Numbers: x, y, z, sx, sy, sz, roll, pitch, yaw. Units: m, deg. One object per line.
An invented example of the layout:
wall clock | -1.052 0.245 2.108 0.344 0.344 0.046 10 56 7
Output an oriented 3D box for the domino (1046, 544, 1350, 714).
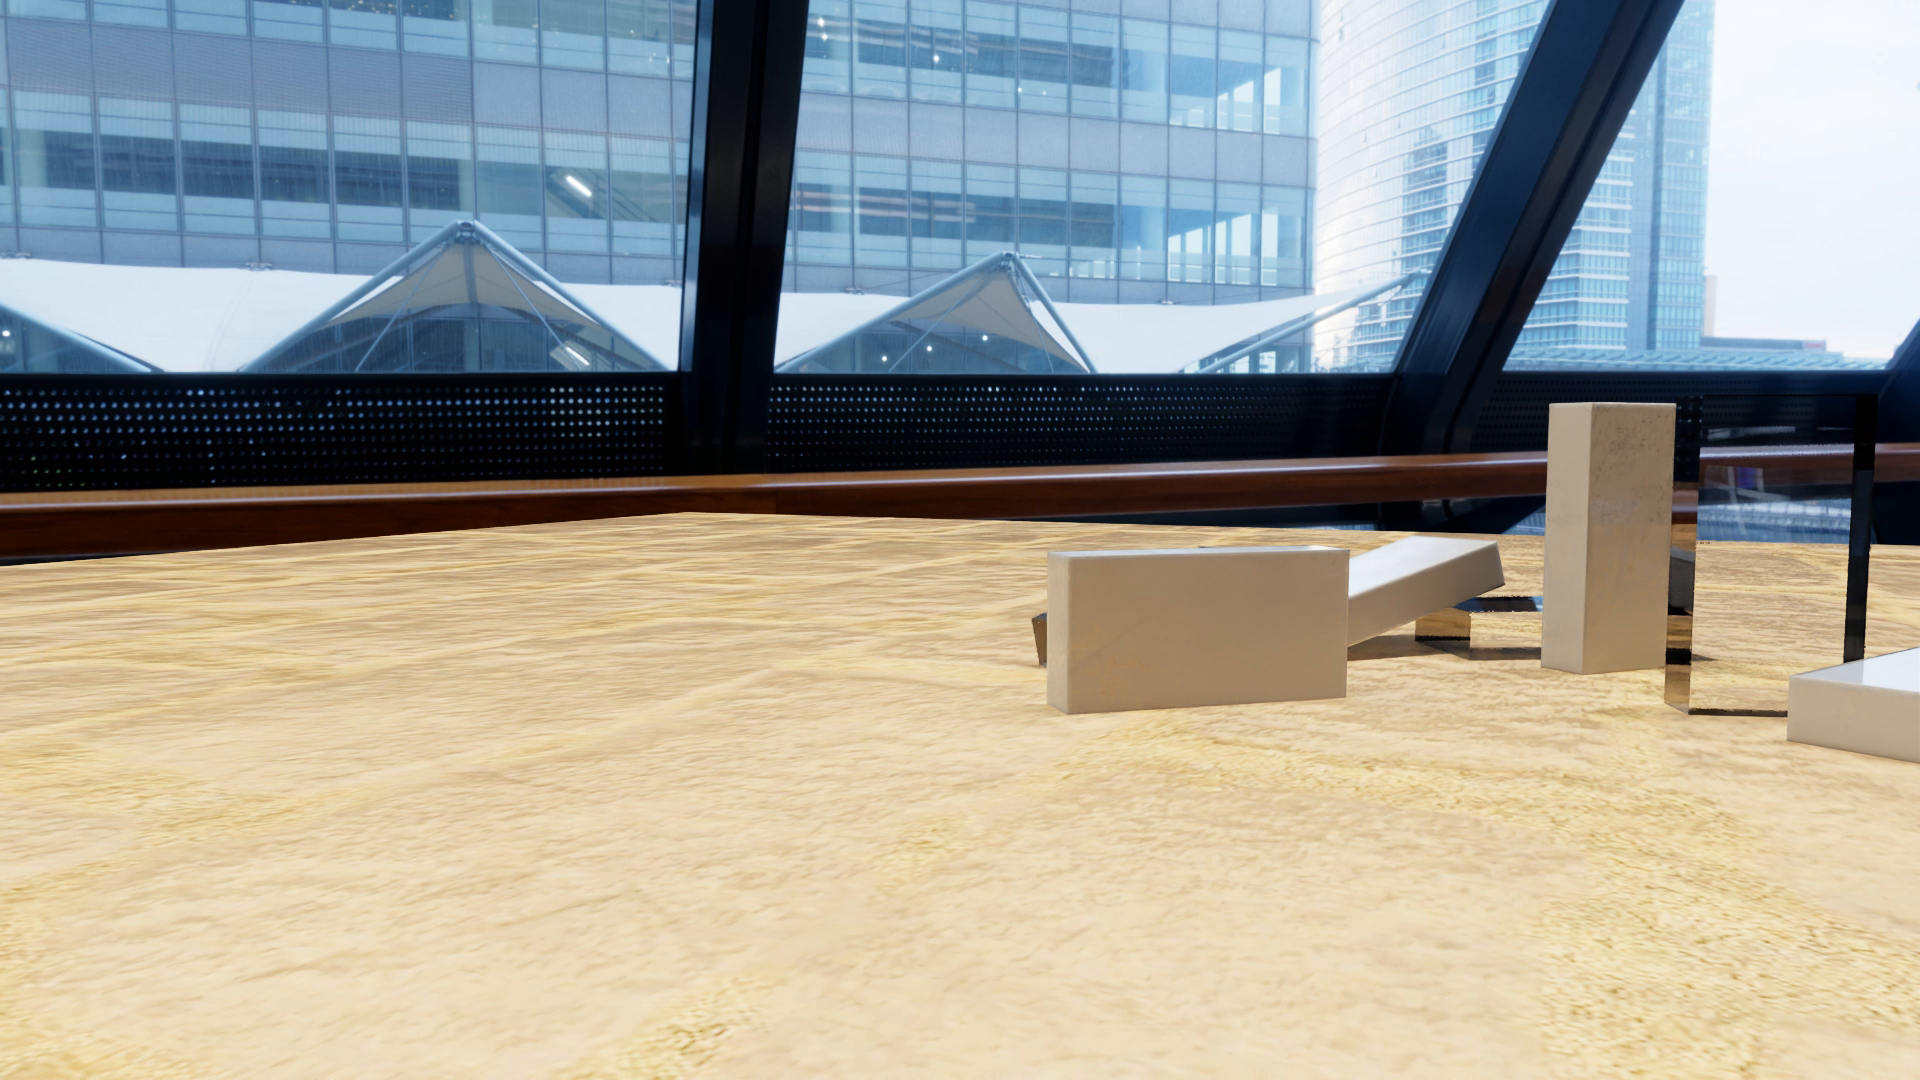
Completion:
domino | 0.040 0.014 0.212 0.050 0.025 0.009 -1 4 -16

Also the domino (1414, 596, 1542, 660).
domino | 0.124 0.018 0.266 0.050 0.009 0.025 0 4 -5

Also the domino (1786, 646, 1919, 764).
domino | 0.146 0.024 0.188 0.050 0.010 0.025 -3 5 -34

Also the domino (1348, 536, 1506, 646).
domino | 0.085 0.011 0.267 0.050 0.009 0.025 -18 9 -20

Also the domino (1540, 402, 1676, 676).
domino | 0.124 -0.001 0.243 0.025 0.050 0.009 -2 5 -23

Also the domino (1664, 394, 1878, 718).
domino | 0.128 0.002 0.203 0.025 0.050 0.009 1 4 7

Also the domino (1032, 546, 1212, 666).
domino | 0.041 0.013 0.251 0.050 0.009 0.025 -20 15 -36
